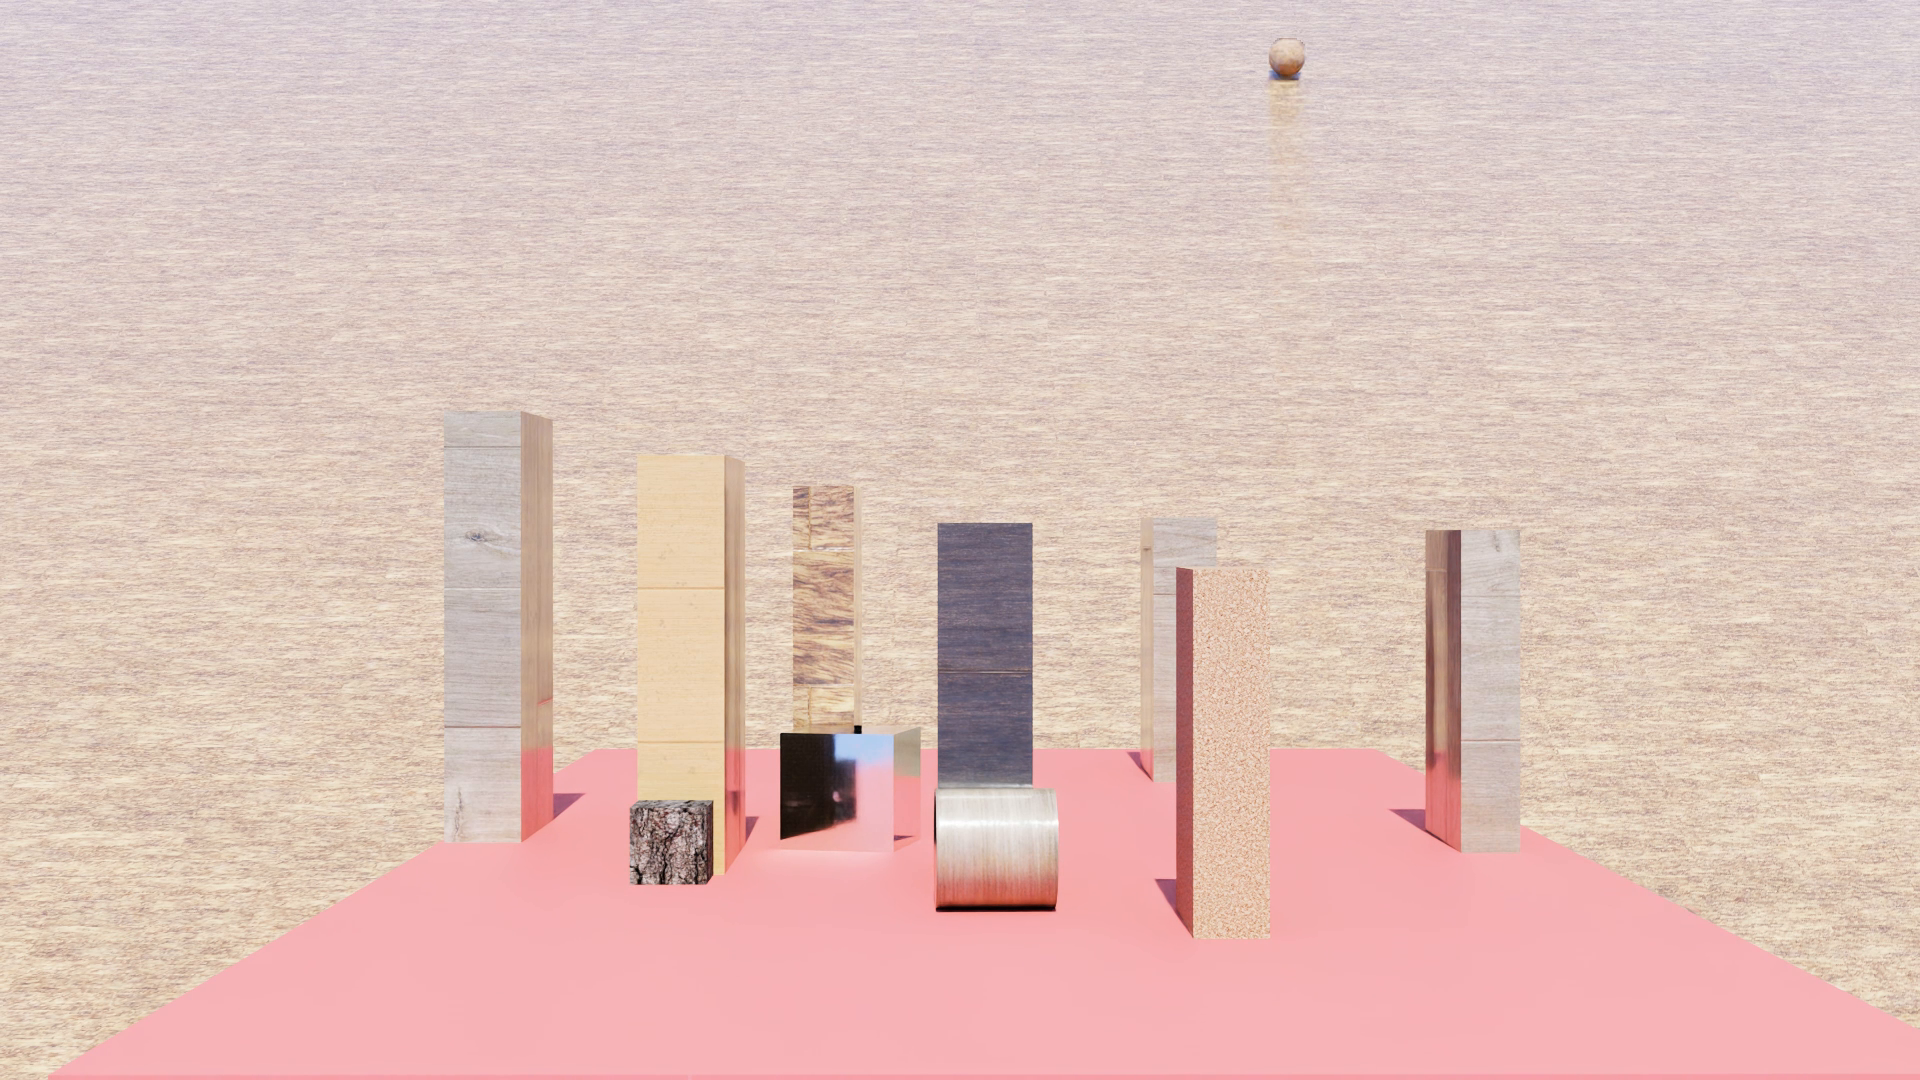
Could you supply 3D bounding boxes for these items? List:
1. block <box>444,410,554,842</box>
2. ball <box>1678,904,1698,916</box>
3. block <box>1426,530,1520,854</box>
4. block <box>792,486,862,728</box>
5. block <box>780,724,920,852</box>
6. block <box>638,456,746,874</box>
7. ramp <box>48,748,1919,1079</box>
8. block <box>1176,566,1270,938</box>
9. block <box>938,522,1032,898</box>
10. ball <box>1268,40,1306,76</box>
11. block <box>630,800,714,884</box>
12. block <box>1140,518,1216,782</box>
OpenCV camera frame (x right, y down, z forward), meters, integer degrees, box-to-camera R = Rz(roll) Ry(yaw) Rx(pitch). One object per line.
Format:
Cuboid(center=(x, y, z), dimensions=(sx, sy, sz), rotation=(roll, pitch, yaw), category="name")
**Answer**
Cuboid(center=(-0.855, 0.155, 4.812), dimensions=(0.138, 0.773, 0.366), rotation=(0, 0, 0), category="block")
Cuboid(center=(1.661, 0.918, 6.005), dimensions=(0.142, 0.142, 0.142), rotation=(0, 30, 0), category="ball")
Cuboid(center=(0.918, 0.261, 4.644), dimensions=(0.102, 0.559, 0.342), rotation=(0, 0, 0), category="block")
Cuboid(center=(-0.250, 0.221, 4.926), dimensions=(0.111, 0.641, 0.397), rotation=(0, 0, 0), category="block")
Cuboid(center=(-0.193, 0.439, 4.606), dimensions=(0.205, 0.205, 0.205), rotation=(0, 0, 13), category="block")
Cuboid(center=(-0.453, 0.202, 4.400), dimensions=(0.141, 0.681, 0.413), rotation=(0, 0, 0), category="block")
Cuboid(center=(0.066, 0.591, 4.645), dimensions=(2.000, 0.100, 4.000), rotation=(0, 0, 0), category="ramp")
Cuboid(center=(0.370, 0.292, 3.666), dimensions=(0.105, 0.504, 0.276), rotation=(0, 0, 0), category="block")
Cuboid(center=(0.038, 0.258, 4.127), dimensions=(0.145, 0.570, 0.425), rotation=(0, 0, 0), category="block")
Cuboid(center=(1.431, -2.111, 11.330), dimensions=(0.159, 0.159, 0.159), rotation=(0, 30, 0), category="ball")
Cuboid(center=(-0.460, 0.482, 4.134), dimensions=(0.121, 0.121, 0.121), rotation=(0, 0, 0), category="block")
Cuboid(center=(0.500, 0.243, 5.949), dimensions=(0.141, 0.589, 0.411), rotation=(0, 0, 0), category="block")
